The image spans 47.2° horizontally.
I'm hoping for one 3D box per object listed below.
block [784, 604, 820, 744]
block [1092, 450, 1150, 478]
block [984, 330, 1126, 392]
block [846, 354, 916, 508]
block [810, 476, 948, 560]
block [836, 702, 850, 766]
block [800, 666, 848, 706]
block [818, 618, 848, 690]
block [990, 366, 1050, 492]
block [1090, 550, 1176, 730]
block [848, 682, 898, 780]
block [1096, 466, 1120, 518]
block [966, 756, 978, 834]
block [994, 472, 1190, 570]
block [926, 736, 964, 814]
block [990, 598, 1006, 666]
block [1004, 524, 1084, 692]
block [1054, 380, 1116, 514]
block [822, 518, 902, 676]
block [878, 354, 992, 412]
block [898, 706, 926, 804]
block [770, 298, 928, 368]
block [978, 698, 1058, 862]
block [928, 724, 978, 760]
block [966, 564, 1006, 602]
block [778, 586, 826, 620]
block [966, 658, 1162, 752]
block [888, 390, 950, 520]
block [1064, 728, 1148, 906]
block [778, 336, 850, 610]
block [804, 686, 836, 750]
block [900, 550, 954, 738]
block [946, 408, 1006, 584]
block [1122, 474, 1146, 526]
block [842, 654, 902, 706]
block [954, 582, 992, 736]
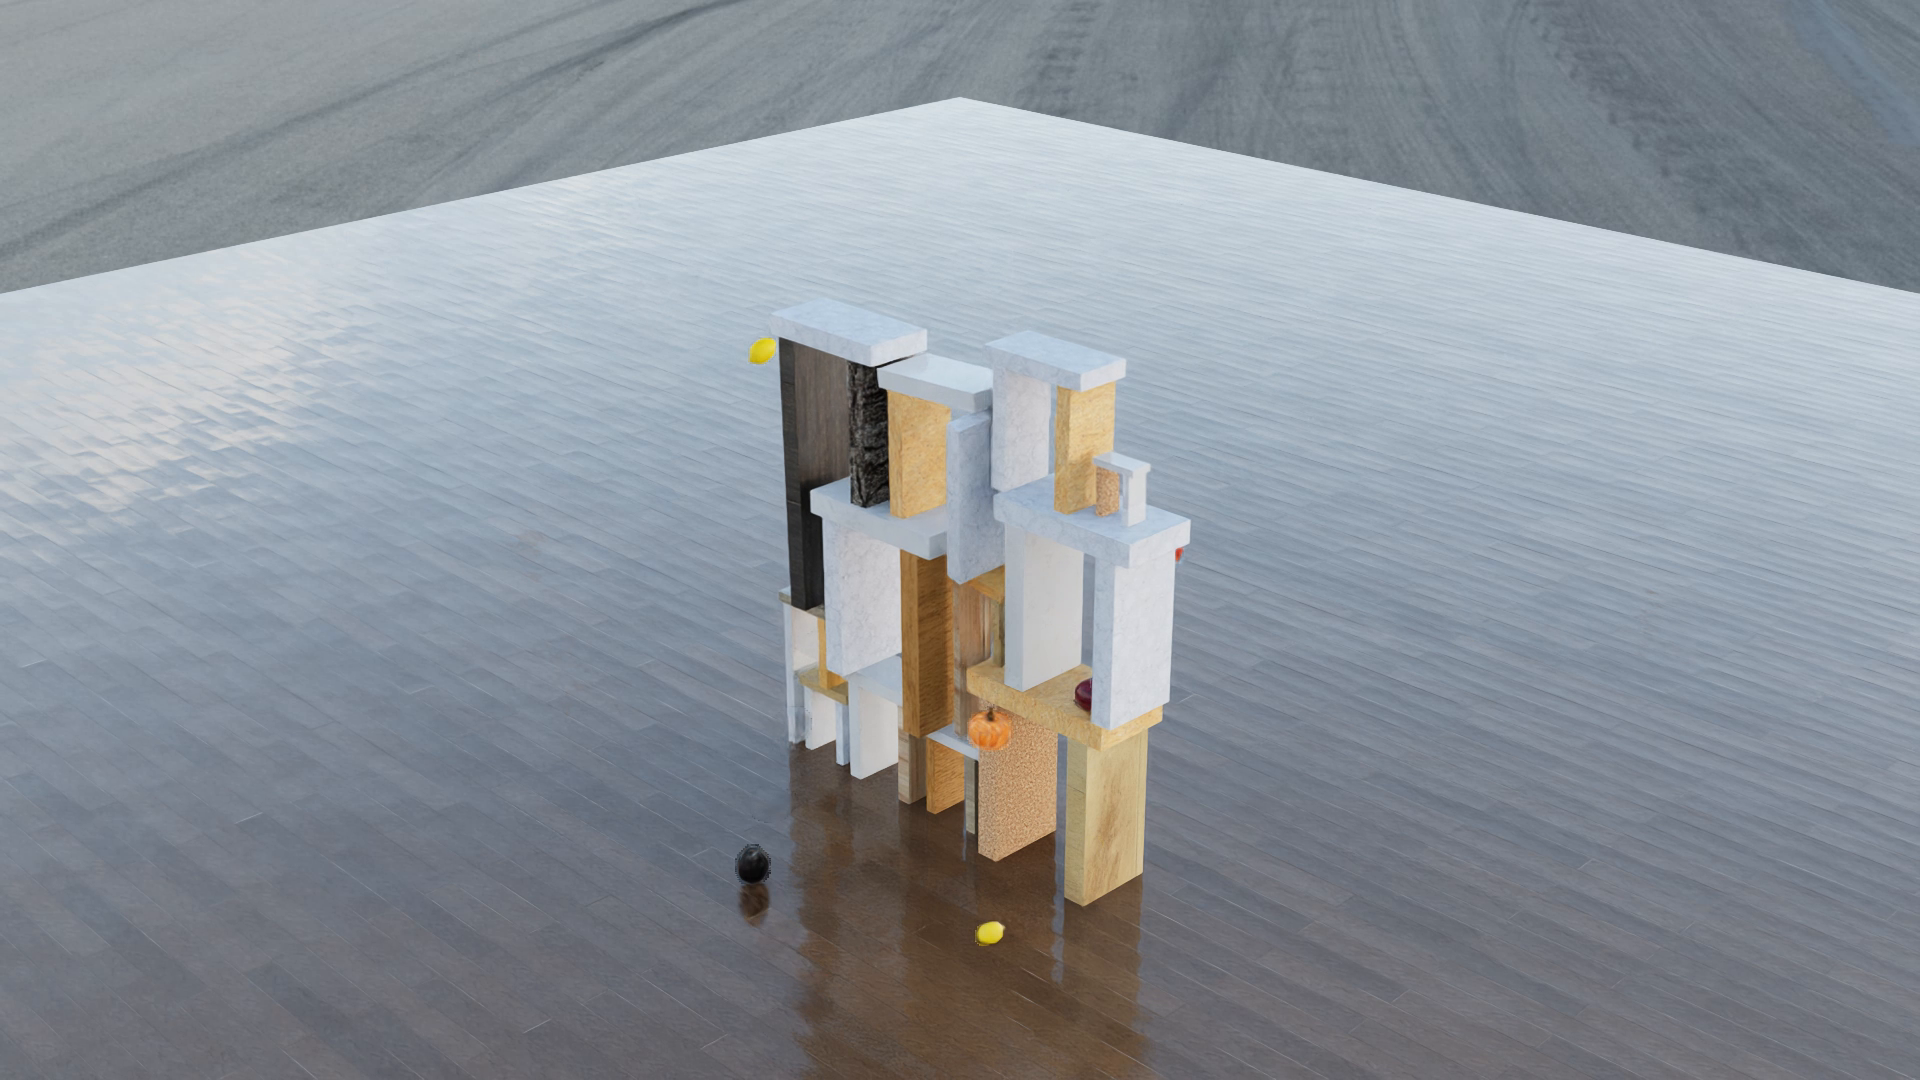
[{"bbox_3d":[-0.334,0.274,4.697,0.023,0.327,0.080,21,31,41],"label":"block"},{"bbox_3d":[0.283,-0.133,3.862,0.094,0.013,0.047,21,31,41],"label":"block"},{"bbox_3d":[0.167,-0.319,3.912,0.236,0.033,0.118,21,31,40],"label":"block"},{"bbox_3d":[-0.149,-0.223,4.283,0.042,0.294,0.147,20,30,39],"label":"block"},{"bbox_3d":[-0.118,-0.054,4.322,0.169,0.048,0.338,-22,31,-40],"label":"block"},{"bbox_3d":[-0.228,0.395,4.641,0.021,0.147,0.073,21,31,40],"label":"block"},{"bbox_3d":[-0.263,0.305,4.640,0.147,0.021,0.073,21,31,40],"label":"block"},{"bbox_3d":[-0.258,0.226,4.596,0.023,0.159,0.080,21,31,40],"label":"block"},{"bbox_3d":[0.111,-0.217,4.014,0.118,0.236,0.033,-21,32,-40],"label":"block"},{"bbox_3d":[0.312,0.164,3.957,0.163,0.327,0.046,-21,31,-40],"label":"block"},{"bbox_3d":[-0.180,0.380,4.586,0.109,0.218,0.031,-22,31,-40],"label":"block"},{"bbox_3d":[0.262,-0.092,3.903,0.047,0.094,0.013,-21,29,-41],"label":"block"},{"bbox_3d":[0.050,0.493,4.382,0.085,0.169,0.024,-21,31,-41],"label":"block"},{"bbox_3d":[0.235,-0.038,3.954,0.163,0.046,0.327,-21,31,-41],"label":"block"},{"bbox_3d":[-0.029,0.462,4.454,0.024,0.169,0.085,21,31,41],"label":"block"},{"bbox_3d":[0.095,0.160,4.185,0.075,0.149,0.021,-25,35,-36],"label":"block"},{"bbox_3d":[0.157,0.104,4.098,0.046,0.327,0.163,21,31,40],"label":"block"},{"bbox_3d":[0.222,-0.173,3.913,0.118,0.236,0.033,-21,31,-41],"label":"block"},{"bbox_3d":[-0.196,0.093,4.472,0.169,0.338,0.048,-21,31,-40],"label":"block"},{"bbox_3d":[-0.019,-0.295,4.104,0.129,0.037,0.258,-22,28,-40],"label":"block"},{"bbox_3d":[-0.076,0.420,4.492,0.109,0.218,0.031,-21,31,-41],"label":"block"},{"bbox_3d":[-0.219,-0.406,4.284,0.147,0.042,0.294,-22,31,-40],"label":"block"},{"bbox_3d":[0.114,0.439,4.288,0.048,0.342,0.171,21,31,41],"label":"block"},{"bbox_3d":[0.010,0.389,4.380,0.169,0.024,0.085,21,31,41],"label":"block"},{"bbox_3d":[0.056,0.068,4.172,0.075,0.021,0.149,-24,37,-33],"label":"block"},{"bbox_3d":[-0.296,0.127,4.594,0.159,0.023,0.080,21,31,40],"label":"block"},{"bbox_3d":[0.195,0.291,4.138,0.342,0.048,0.171,21,31,41],"label":"block"},{"bbox_3d":[-0.077,-0.181,4.229,0.129,0.258,0.037,-22,31,-40],"label":"block"},{"bbox_3d":[0.275,0.502,4.140,0.048,0.342,0.171,21,31,41],"label":"block"},{"bbox_3d":[-0.289,-0.149,4.473,0.042,0.580,0.147,18,29,37],"label":"block"},{"bbox_3d":[-0.298,0.368,4.705,0.021,0.147,0.073,21,31,40],"label":"block"},{"bbox_3d":[-0.038,0.181,4.336,0.169,0.394,0.048,-22,31,-40],"label":"block"},{"bbox_3d":[0.038,-0.086,4.084,0.129,0.332,0.037,-24,40,-32],"label":"block"},{"bbox_3d":[0.306,-0.075,3.862,0.047,0.094,0.013,-21,29,-41],"label":"block"},{"bbox_3d":[-0.129,0.285,4.490,0.109,0.031,0.218,-21,31,-40],"label":"block"},{"bbox_3d":[0.025,0.220,4.289,0.075,0.347,0.021,-17,31,-30],"label":"block"}]
